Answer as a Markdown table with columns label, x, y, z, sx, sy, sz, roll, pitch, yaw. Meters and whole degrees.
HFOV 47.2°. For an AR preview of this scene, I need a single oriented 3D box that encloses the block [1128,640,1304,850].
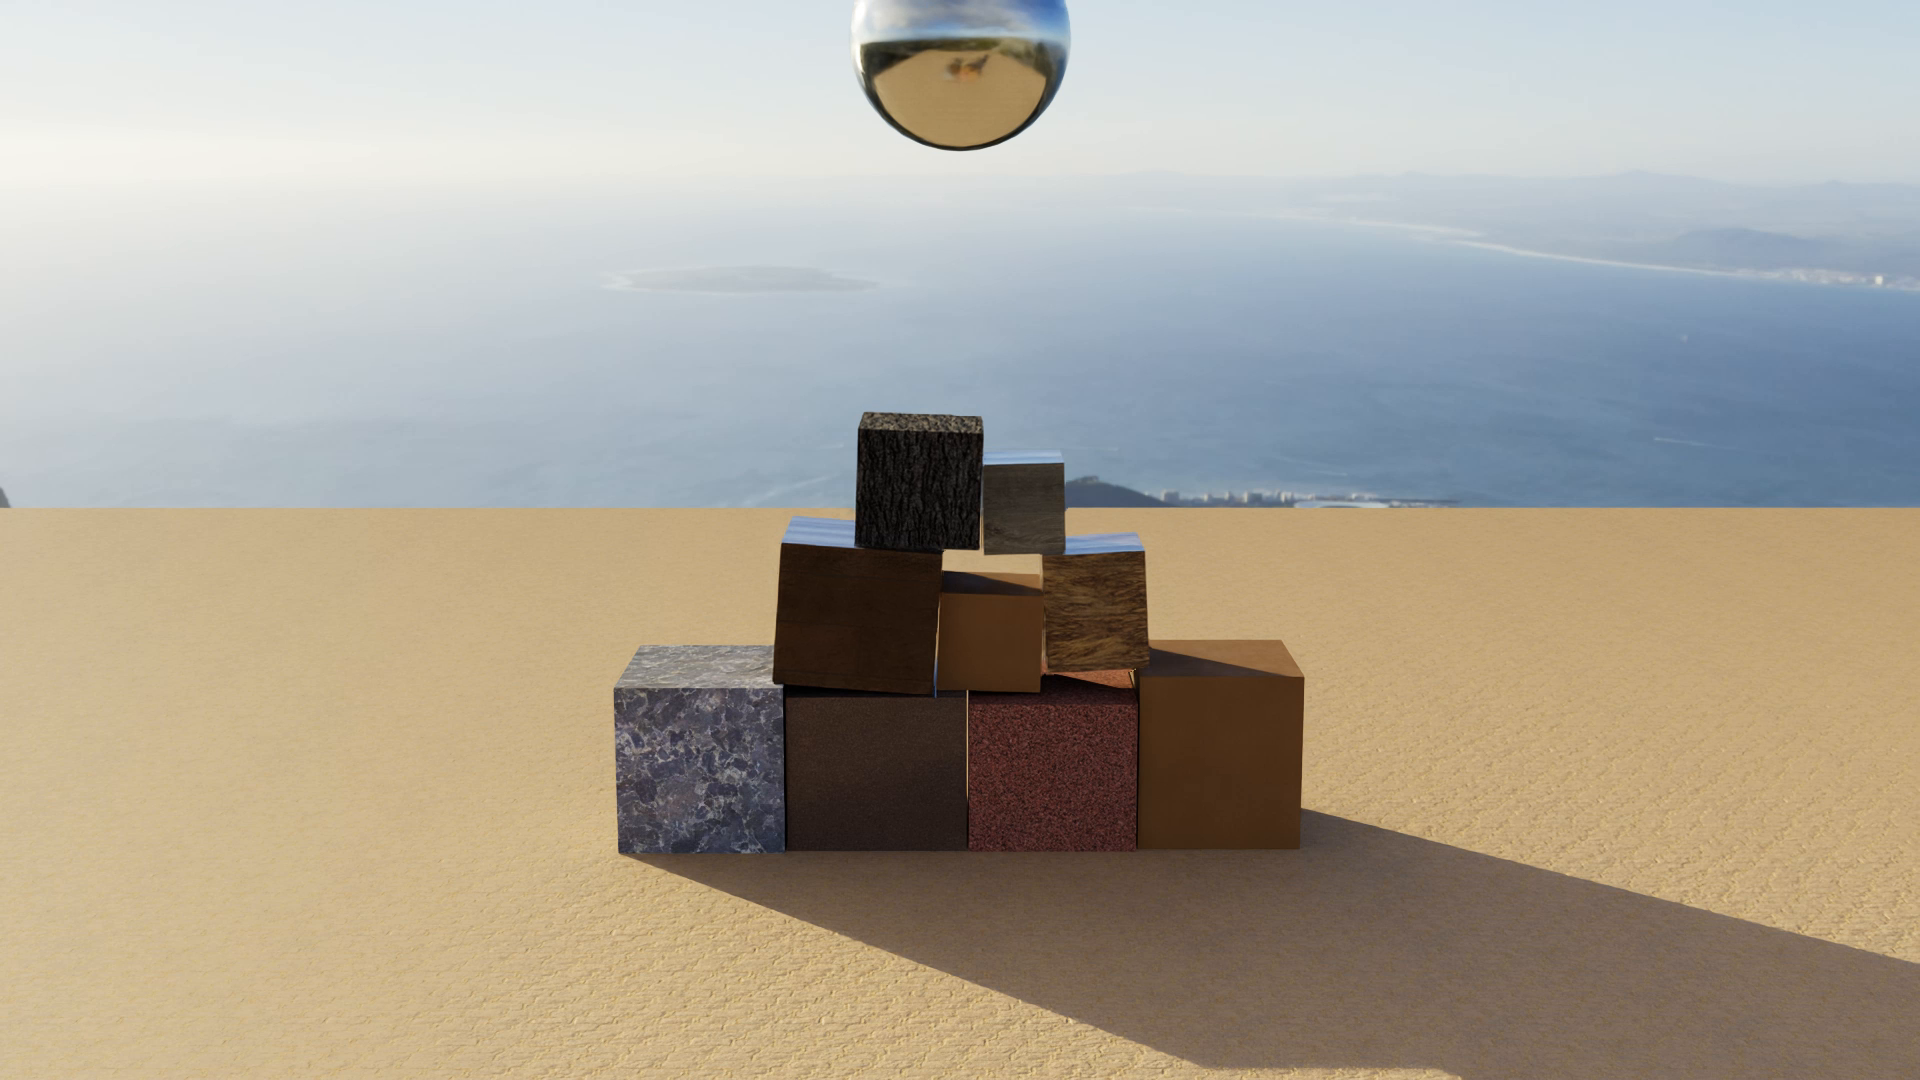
| label | x | y | z | sx | sy | sz | roll | pitch | yaw |
| --- | --- | --- | --- | --- | --- | --- | --- | --- | --- |
| block | 1.297 | 1.041 | 11.352 | 0.815 | 0.891 | 0.816 | 0 | 10 | 0 |

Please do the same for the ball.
| label | x | y | z | sx | sy | sz | roll | pitch | yaw |
| --- | --- | --- | --- | --- | --- | --- | --- | --- | --- |
| ball | 0.000 | -3.592 | 15.767 | 1.600 | 1.600 | 1.600 | 0 | 10 | 0 |

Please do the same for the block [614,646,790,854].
| label | x | y | z | sx | sy | sz | roll | pitch | yaw |
| --- | --- | --- | --- | --- | --- | --- | --- | --- | --- |
| block | -1.289 | 1.062 | 11.356 | 0.832 | 0.848 | 0.939 | 0 | 10 | 0 |

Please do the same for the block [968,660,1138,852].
| label | x | y | z | sx | sy | sz | roll | pitch | yaw |
| --- | --- | --- | --- | --- | --- | --- | --- | --- | --- |
| block | 0.462 | 1.102 | 11.384 | 0.836 | 0.759 | 0.932 | 0 | 10 | 0 |

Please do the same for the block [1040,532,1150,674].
| label | x | y | z | sx | sy | sz | roll | pitch | yaw |
| --- | --- | --- | --- | --- | --- | --- | --- | --- | --- |
| block | 0.680 | 0.314 | 11.246 | 0.512 | 0.600 | 0.527 | -3 | 10 | 0 |

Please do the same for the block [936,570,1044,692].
| label | x | y | z | sx | sy | sz | roll | pitch | yaw |
| --- | --- | --- | --- | --- | --- | --- | --- | --- | --- |
| block | 0.150 | 0.463 | 11.248 | 0.520 | 0.493 | 0.572 | 2 | 10 | 0 |

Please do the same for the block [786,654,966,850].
| label | x | y | z | sx | sy | sz | roll | pitch | yaw |
| --- | --- | --- | --- | --- | --- | --- | --- | --- | --- |
| block | -0.414 | 1.085 | 11.390 | 0.897 | 0.790 | 0.926 | 0 | 10 | 0 |

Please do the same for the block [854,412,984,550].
| label | x | y | z | sx | sy | sz | roll | pitch | yaw |
| --- | --- | --- | --- | --- | --- | --- | --- | --- | --- |
| block | -0.203 | -0.306 | 11.118 | 0.614 | 0.582 | 0.684 | 2 | 10 | -1 |

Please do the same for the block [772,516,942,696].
| label | x | y | z | sx | sy | sz | roll | pitch | yaw |
| --- | --- | --- | --- | --- | --- | --- | --- | --- | --- |
| block | -0.508 | 0.322 | 11.221 | 0.795 | 0.711 | 0.777 | 4 | 10 | -1 |

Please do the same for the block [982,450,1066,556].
| label | x | y | z | sx | sy | sz | roll | pitch | yaw |
| --- | --- | --- | --- | --- | --- | --- | --- | --- | --- |
| block | 0.317 | -0.195 | 11.161 | 0.407 | 0.456 | 0.464 | -1 | 10 | 0 |
